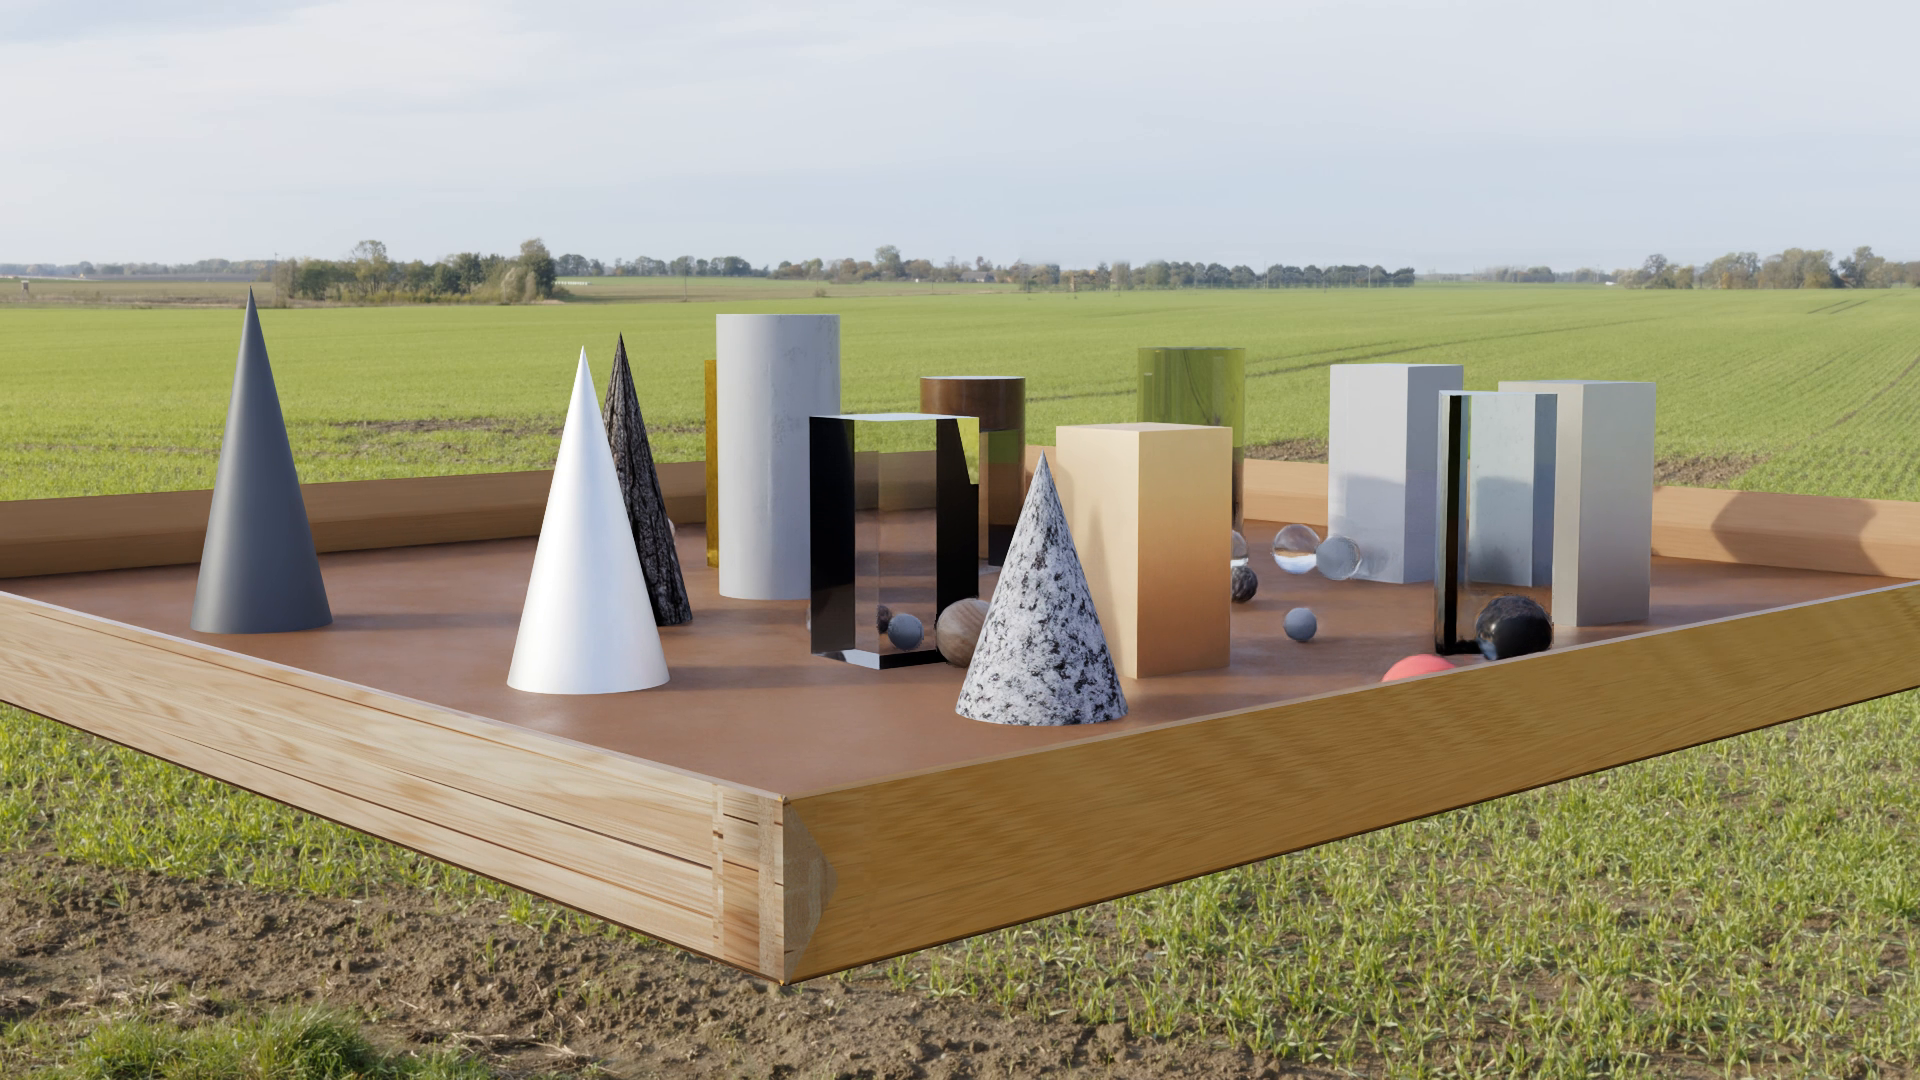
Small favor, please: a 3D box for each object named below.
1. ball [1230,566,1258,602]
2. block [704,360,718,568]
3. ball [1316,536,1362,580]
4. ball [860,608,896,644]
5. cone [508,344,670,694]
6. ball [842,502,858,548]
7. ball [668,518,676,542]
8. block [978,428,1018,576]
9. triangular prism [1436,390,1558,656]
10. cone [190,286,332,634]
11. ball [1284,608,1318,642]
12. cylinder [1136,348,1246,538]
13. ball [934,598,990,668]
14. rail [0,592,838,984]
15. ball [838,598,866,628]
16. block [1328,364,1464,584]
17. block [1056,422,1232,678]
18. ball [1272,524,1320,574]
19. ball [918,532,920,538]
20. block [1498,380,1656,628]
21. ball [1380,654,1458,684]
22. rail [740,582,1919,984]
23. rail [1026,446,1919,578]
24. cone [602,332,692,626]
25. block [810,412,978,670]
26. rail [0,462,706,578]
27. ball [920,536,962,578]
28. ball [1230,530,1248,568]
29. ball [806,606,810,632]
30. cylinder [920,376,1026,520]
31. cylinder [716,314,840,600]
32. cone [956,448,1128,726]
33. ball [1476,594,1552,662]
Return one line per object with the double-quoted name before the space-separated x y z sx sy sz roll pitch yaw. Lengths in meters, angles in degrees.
"ball" 0.425 0.067 3.345 0.057 0.057 0.057 0 6 0
"block" -0.332 -0.131 3.790 0.155 0.357 0.155 -4 7 -36
"ball" 0.624 0.029 3.622 0.075 0.075 0.075 0 6 0
"ball" -0.110 0.115 2.940 0.046 0.046 0.046 0 6 0
"cone" -0.447 -0.031 2.627 0.194 0.402 0.194 0 6 0
"ball" -0.238 -0.028 4.058 0.097 0.097 0.097 0 6 0
"ball" -0.549 -0.007 3.892 0.090 0.090 0.090 0 6 0
"block" -0.006 -0.069 3.766 0.155 0.239 0.155 4 7 32
"triangular prism" 0.675 -0.028 2.918 0.168 0.335 0.145 -2 6 -19
"cone" -0.991 -0.119 3.097 0.194 0.479 0.194 0 6 0
"ball" 0.458 0.113 2.957 0.046 0.046 0.046 0 6 0
"cylinder" 0.414 -0.157 3.953 0.194 0.375 0.194 0 6 0
"ball" 0.013 0.116 2.732 0.087 0.087 0.087 0 6 0
"rail" -0.992 0.128 2.422 0.045 0.126 2.634 -6 8 -42
"ball" -0.152 0.103 3.081 0.041 0.041 0.041 0 6 0
"block" 0.725 -0.115 3.667 0.155 0.352 0.155 -6 8 -43
"block" 0.229 0.008 2.751 0.155 0.299 0.155 -4 7 -37
"ball" 0.568 0.016 3.709 0.083 0.083 0.083 0 6 0
"ball" -0.055 -0.010 4.131 0.046 0.046 0.046 0 6 0
"block" 0.887 -0.058 3.179 0.155 0.340 0.155 -4 7 -34
"ball" 0.472 0.164 2.233 0.096 0.096 0.096 0 6 0
"rail" 0.877 0.132 2.387 2.746 0.126 0.045 -6 8 -42
"rail" 0.992 -0.063 4.242 0.045 0.126 2.634 -6 8 -42
"cone" -0.483 -0.092 3.149 0.194 0.415 0.194 0 6 0
"block" -0.085 -0.004 2.816 0.155 0.308 0.155 -4 7 -37
"rail" -0.877 -0.066 4.277 2.746 0.126 0.045 -6 8 -42
"ball" -0.032 0.027 3.658 0.071 0.071 0.071 0 6 0
"ball" 0.435 0.023 3.637 0.084 0.084 0.084 0 6 0
"ball" -0.167 0.104 2.911 0.075 0.075 0.075 0 6 0
"cylinder" 0.023 -0.137 4.025 0.194 0.321 0.194 0 6 0
"cylinder" -0.283 -0.135 3.450 0.194 0.436 0.194 0 6 0
"cone" 0.091 0.044 2.439 0.194 0.292 0.194 0 6 0
"ball" 0.686 0.114 2.722 0.093 0.093 0.093 0 6 0
